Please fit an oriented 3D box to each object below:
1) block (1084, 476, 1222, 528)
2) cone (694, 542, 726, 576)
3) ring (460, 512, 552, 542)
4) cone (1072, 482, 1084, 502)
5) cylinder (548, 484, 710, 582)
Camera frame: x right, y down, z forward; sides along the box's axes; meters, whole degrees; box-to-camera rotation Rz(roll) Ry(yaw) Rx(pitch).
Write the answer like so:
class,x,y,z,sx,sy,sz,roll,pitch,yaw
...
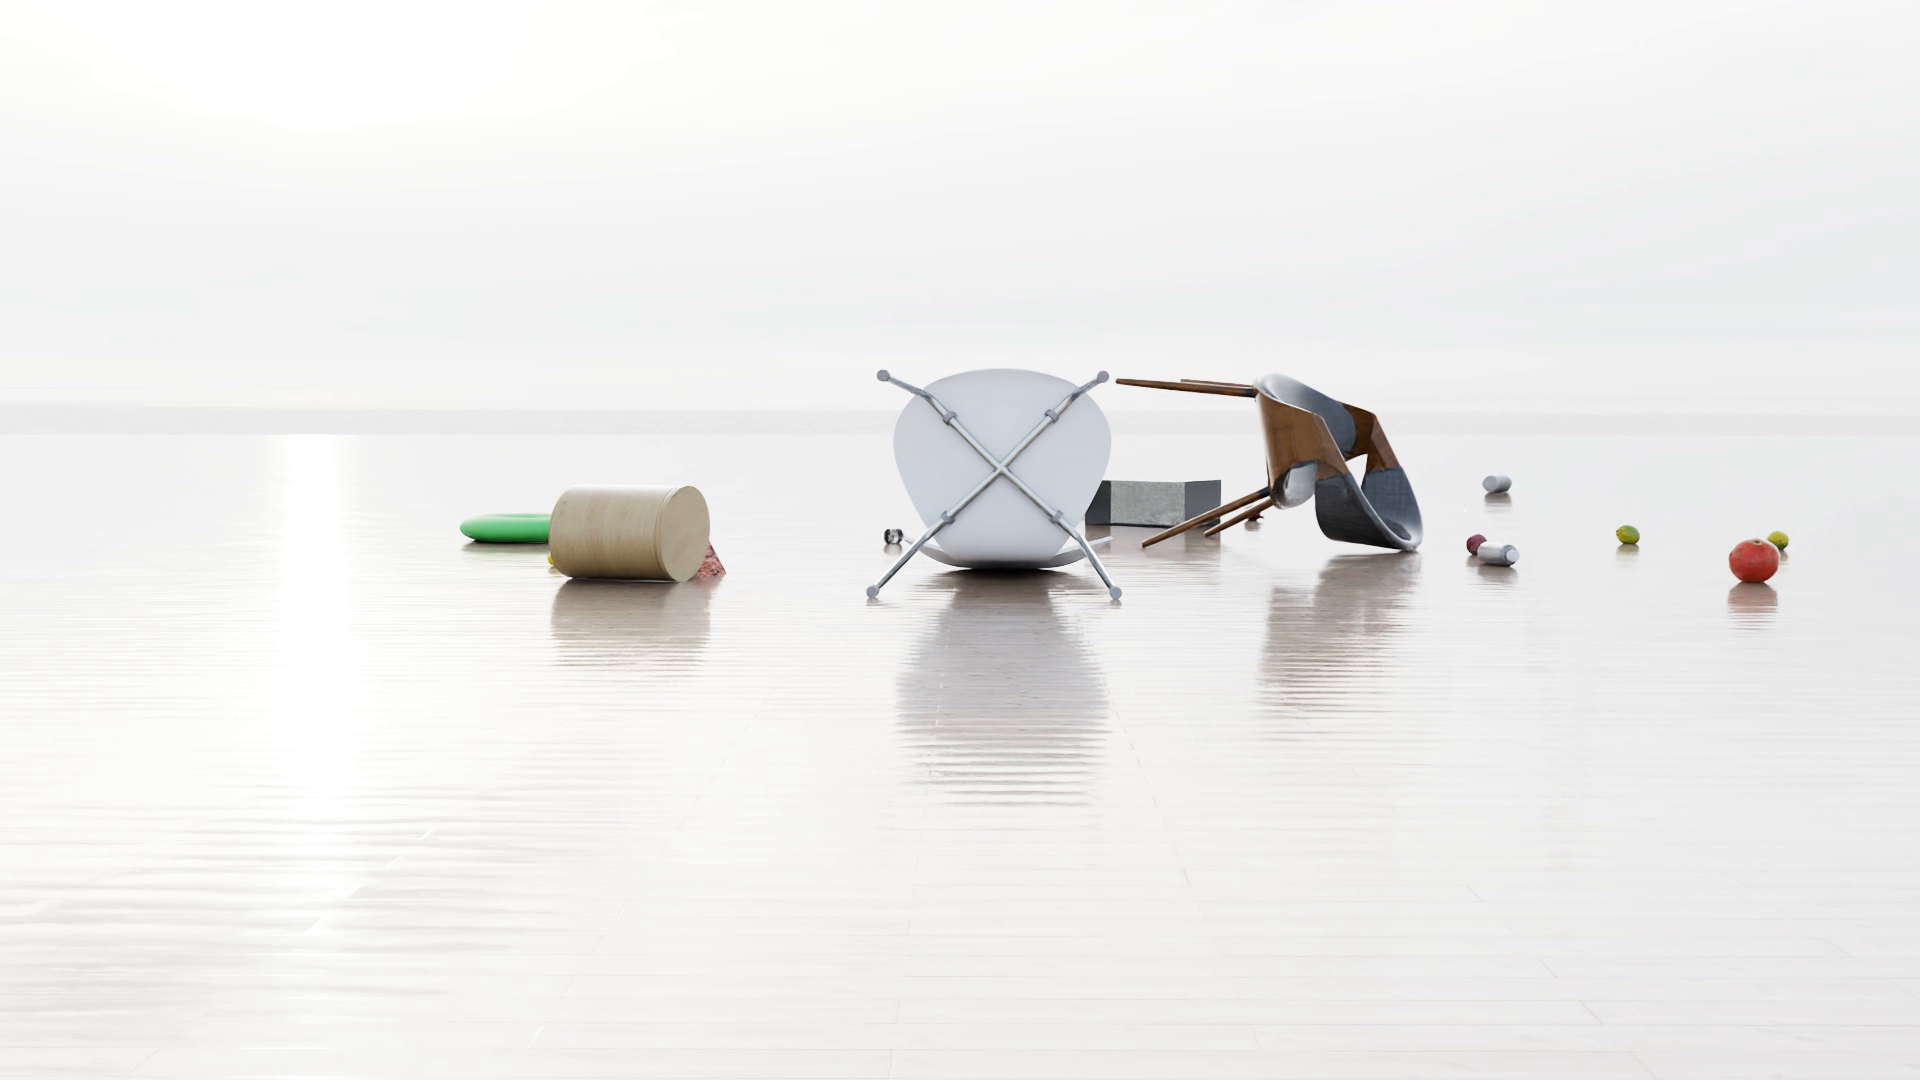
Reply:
class,x,y,z,sx,sy,sz,roll,pitch,yaw
block,0.639,-0.126,7.278,0.357,0.150,0.275,3,5,38
cone,-0.673,-0.020,5.353,0.206,0.203,0.212,-2,5,-32
ring,-1.301,-0.038,6.585,0.384,0.072,0.446,0,3,-4
cone,0.508,-0.157,8.508,0.168,0.114,0.074,6,44,18
cylinder,-0.778,-0.019,5.194,0.290,0.221,0.262,1,19,20
